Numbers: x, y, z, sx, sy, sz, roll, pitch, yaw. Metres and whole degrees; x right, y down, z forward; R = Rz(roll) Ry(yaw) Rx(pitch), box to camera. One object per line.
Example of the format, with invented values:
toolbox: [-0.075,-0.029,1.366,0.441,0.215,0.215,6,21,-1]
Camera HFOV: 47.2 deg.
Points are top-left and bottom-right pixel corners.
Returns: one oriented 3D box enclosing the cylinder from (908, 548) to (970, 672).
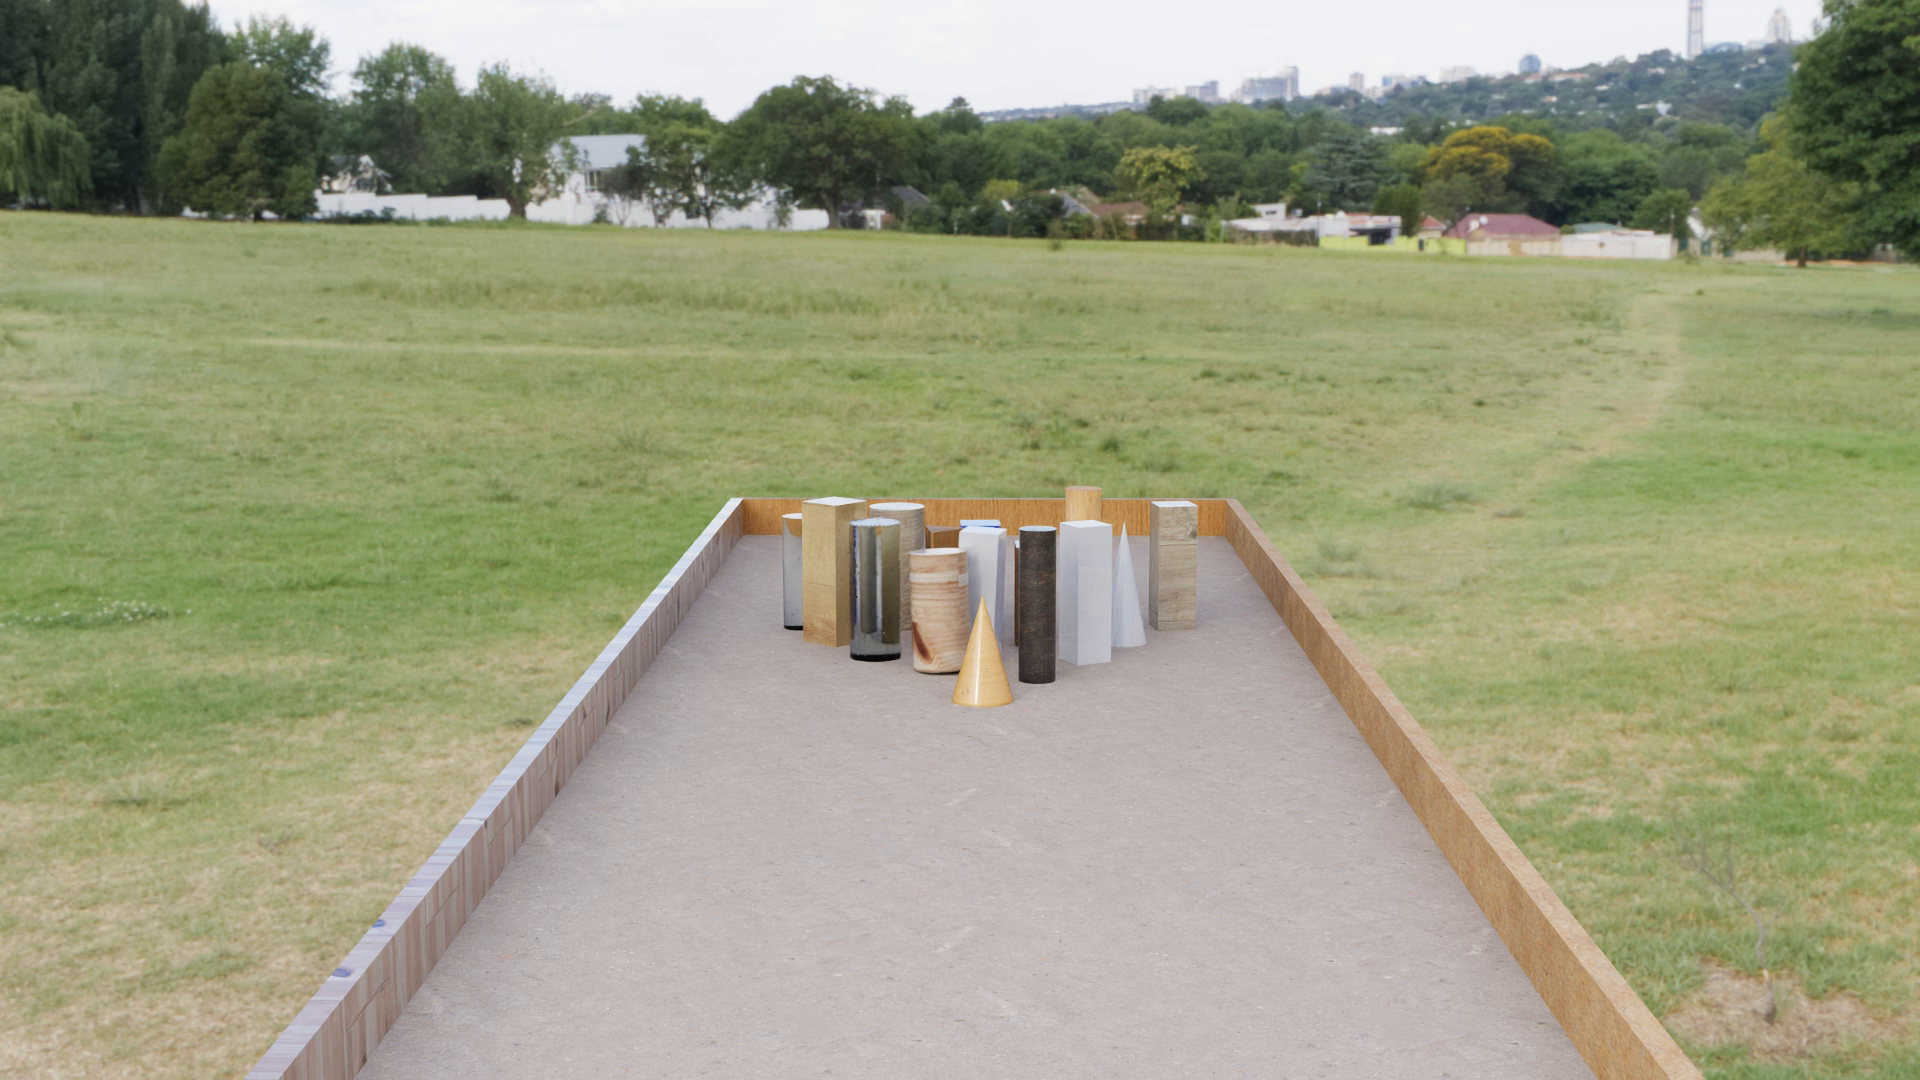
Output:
cylinder: [-0.059,0.207,6.548,0.176,0.350,0.176,-2,6,0]

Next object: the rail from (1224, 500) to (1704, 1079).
rail: [1.046,0.843,3.208,0.050,0.150,12.000,0,9,1]

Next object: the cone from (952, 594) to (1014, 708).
cone: [0.063,0.299,6.148,0.175,0.305,0.175,0,9,0]

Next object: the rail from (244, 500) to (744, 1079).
rail: [-1.004,0.839,3.234,0.050,0.150,12.000,0,9,1]

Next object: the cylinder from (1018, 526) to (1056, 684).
cylinder: [0.225,0.188,6.393,0.109,0.448,0.109,0,9,0]

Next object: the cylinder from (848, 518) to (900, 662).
cylinder: [-0.260,0.152,6.716,0.157,0.417,0.157,0,9,0]

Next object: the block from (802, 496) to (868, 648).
block: [-0.395,0.099,6.955,0.146,0.448,0.146,8,12,40]

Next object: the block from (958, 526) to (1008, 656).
block: [0.062,0.167,6.663,0.120,0.399,0.120,5,10,13]

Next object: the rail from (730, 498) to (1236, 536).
rail: [0.099,-0.098,9.147,2.100,0.150,0.050,0,9,1]

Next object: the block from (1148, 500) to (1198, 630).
block: [0.695,0.083,7.184,0.127,0.407,0.127,-1,9,-9]

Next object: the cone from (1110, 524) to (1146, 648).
cone: [0.516,0.132,6.934,0.149,0.389,0.149,0,9,0]

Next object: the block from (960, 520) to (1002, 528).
block: [0.066,0.114,7.184,0.129,0.345,0.129,0,9,-2]

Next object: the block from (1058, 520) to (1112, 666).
block: [0.380,0.158,6.668,0.116,0.420,0.116,-4,10,-26]

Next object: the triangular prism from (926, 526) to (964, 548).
triangular prism: [-0.069,0.142,6.951,0.143,0.365,0.124,-7,11,-38]

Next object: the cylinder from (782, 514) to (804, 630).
cylinder: [-0.519,0.104,7.177,0.116,0.368,0.116,0,9,0]

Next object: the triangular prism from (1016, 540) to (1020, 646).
triangular prism: [0.207,0.165,6.958,0.135,0.316,0.117,-5,10,-31]

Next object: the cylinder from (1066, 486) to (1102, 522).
cylinder: [0.401,0.058,7.183,0.118,0.457,0.118,0,9,0]

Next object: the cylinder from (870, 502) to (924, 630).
cylinder: [-0.205,0.086,7.201,0.180,0.396,0.180,0,9,0]
